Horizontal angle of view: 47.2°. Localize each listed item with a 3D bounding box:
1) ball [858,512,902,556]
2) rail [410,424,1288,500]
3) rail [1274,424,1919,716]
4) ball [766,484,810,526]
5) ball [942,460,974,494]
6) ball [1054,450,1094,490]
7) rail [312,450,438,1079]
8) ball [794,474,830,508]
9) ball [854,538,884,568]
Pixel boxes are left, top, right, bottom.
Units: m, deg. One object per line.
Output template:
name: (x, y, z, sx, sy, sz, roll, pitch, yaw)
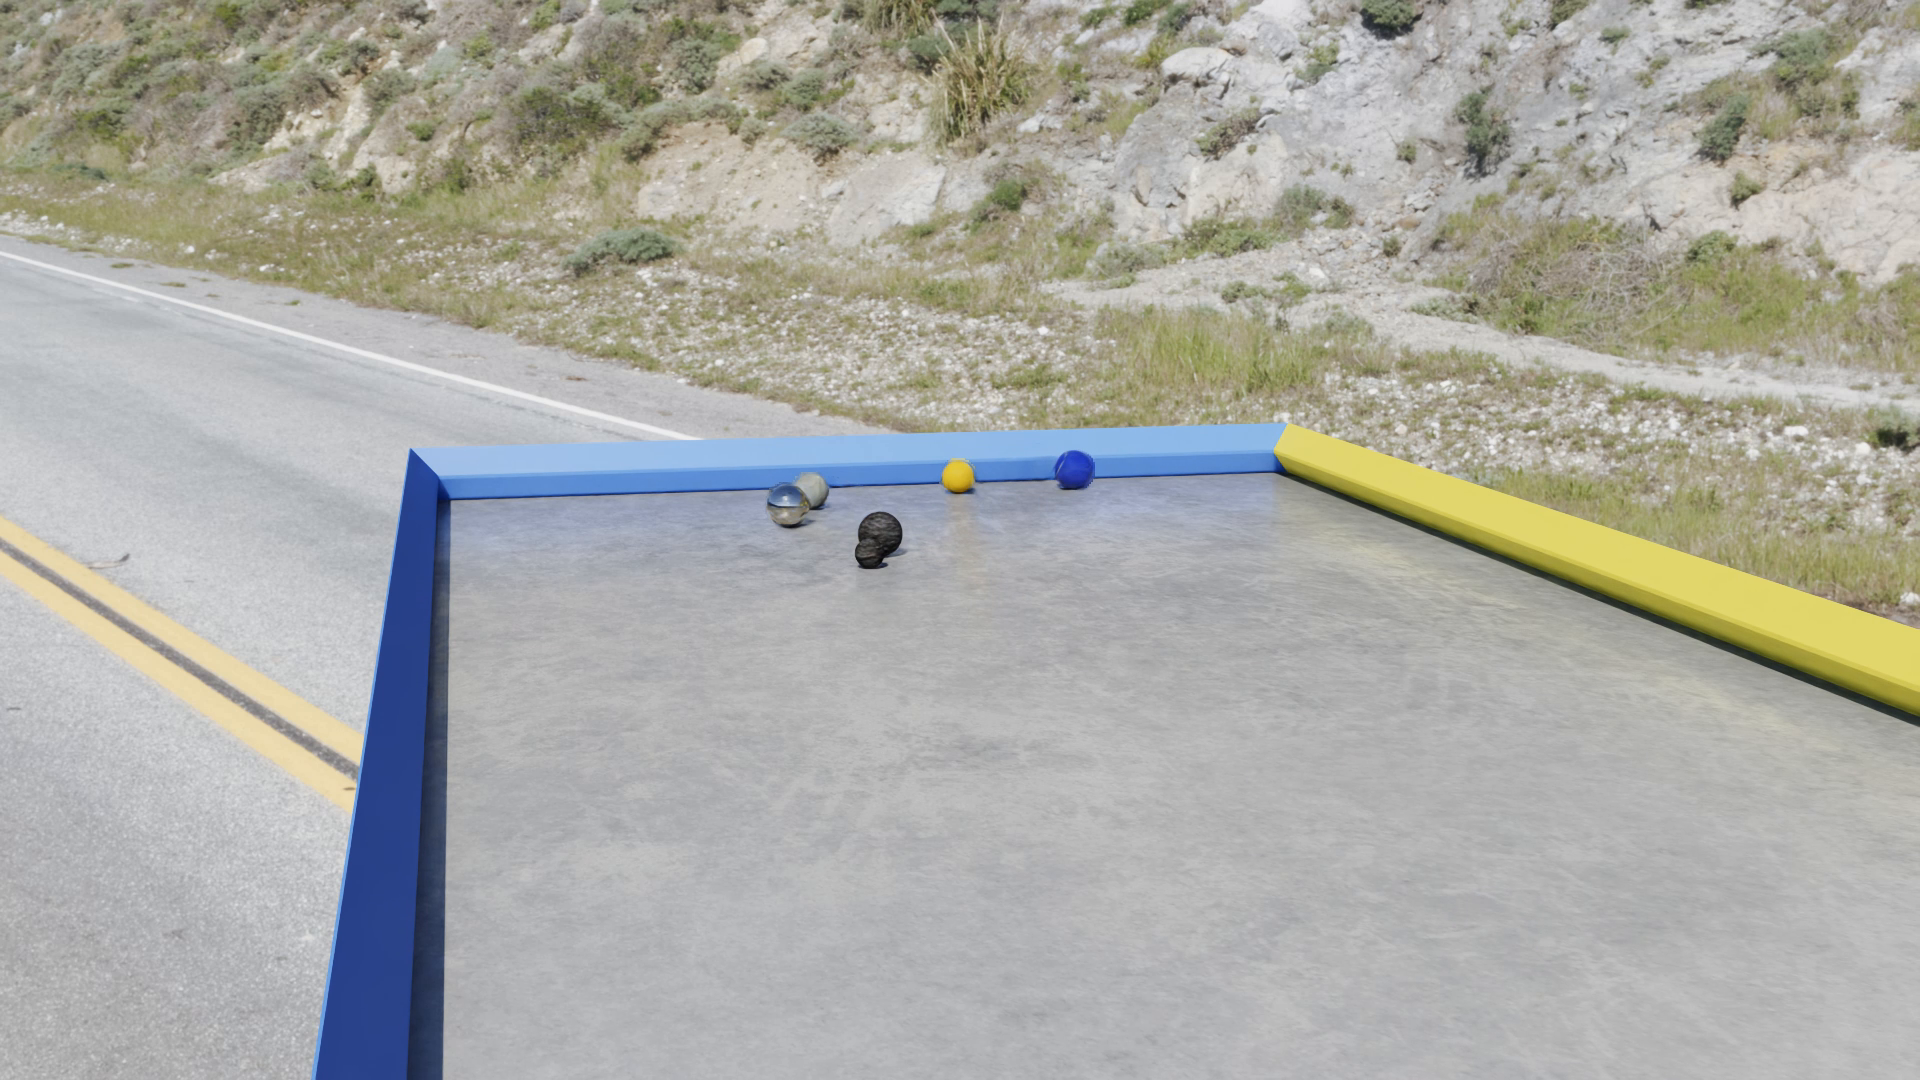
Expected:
ball: (-0.115, -0.009, 3.166, 0.065, 0.065, 0.065, 0, 10, 0)
rail: (-0.154, -0.135, 3.805, 1.550, 0.088, 0.045, -2, 10, -13)
rail: (0.892, 0.078, 2.604, 0.045, 0.088, 2.888, -2, 10, -13)
ball: (-0.267, -0.054, 3.416, 0.066, 0.066, 0.066, 0, 10, 0)
ball: (-0.003, -0.107, 3.741, 0.057, 0.057, 0.057, 0, 10, 0)
ball: (0.196, -0.121, 3.790, 0.068, 0.068, 0.068, 0, 10, 0)
rail: (-0.574, 0.136, 2.278, 0.045, 0.088, 2.888, -2, 10, -13)
ball: (-0.243, -0.080, 3.584, 0.058, 0.058, 0.058, 0, 10, 0)
ball: (-0.126, 0.019, 3.077, 0.042, 0.042, 0.042, 0, 10, 0)
